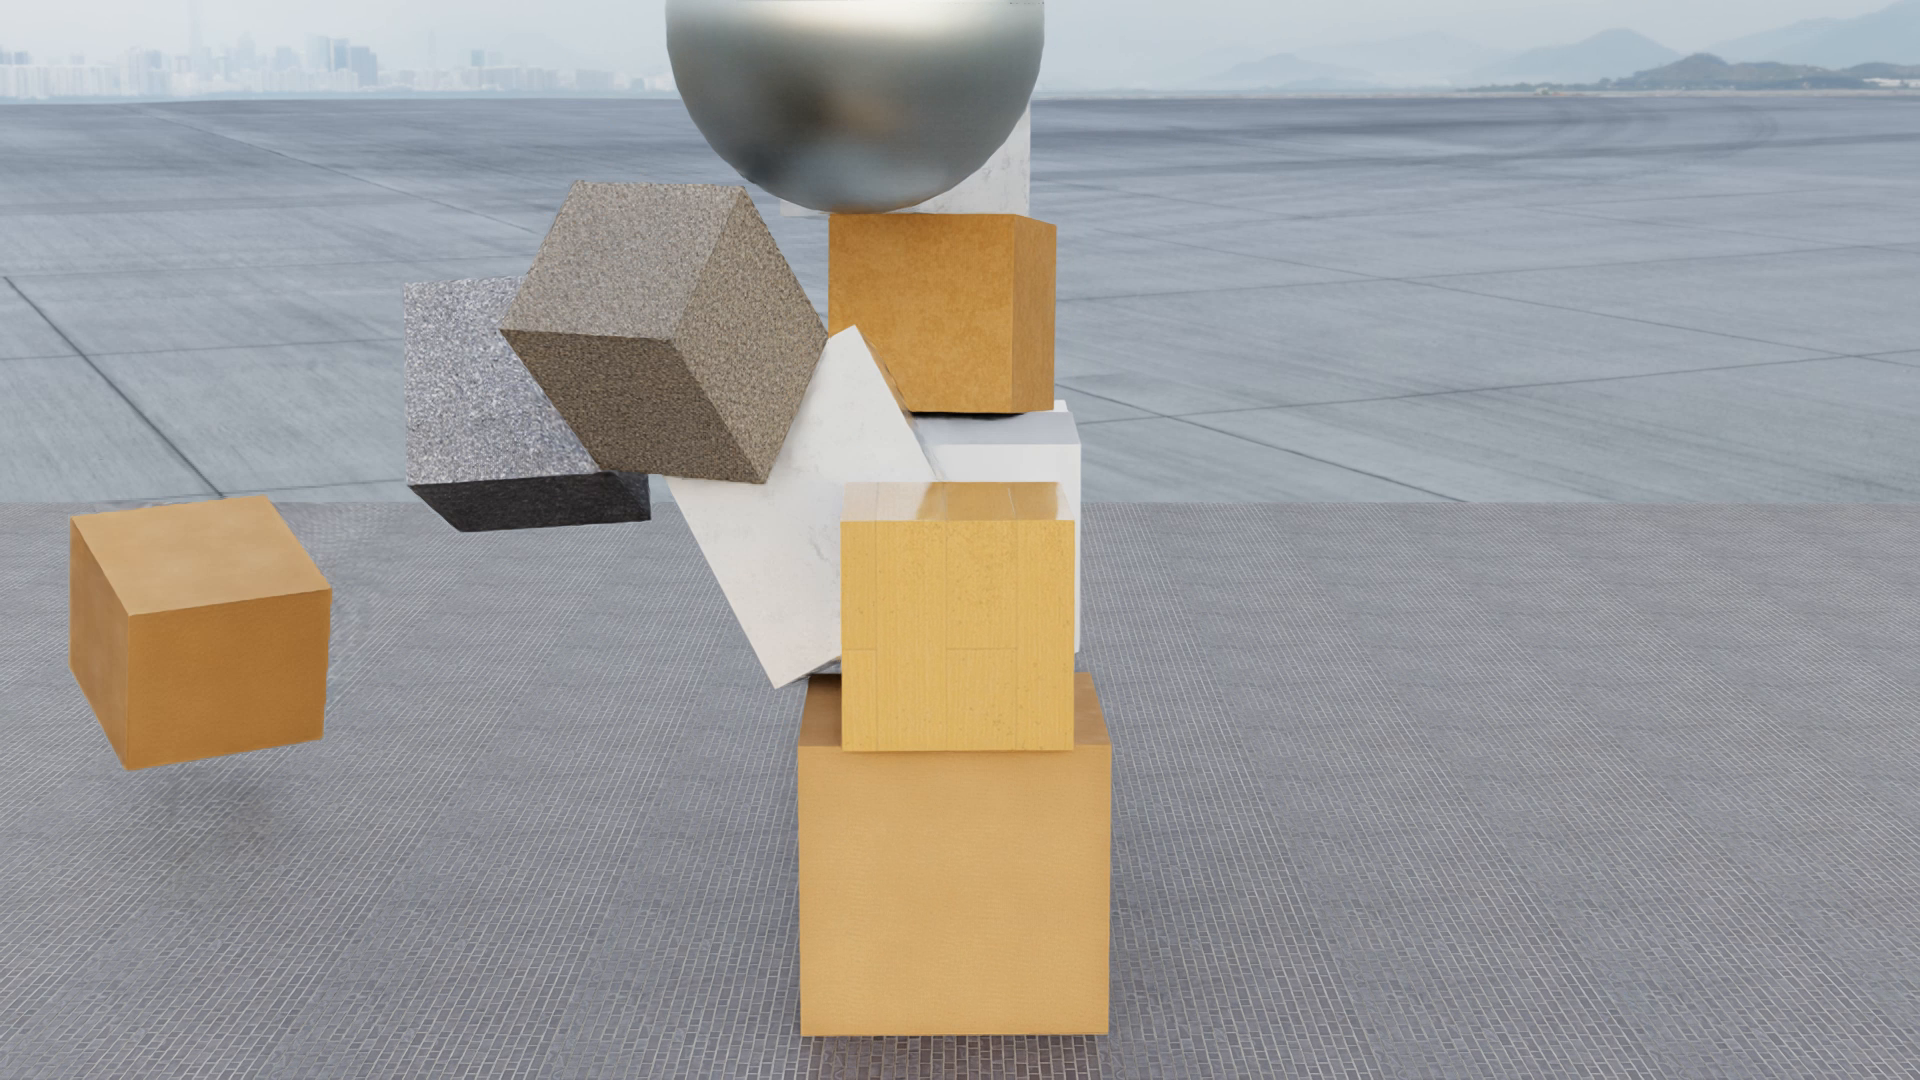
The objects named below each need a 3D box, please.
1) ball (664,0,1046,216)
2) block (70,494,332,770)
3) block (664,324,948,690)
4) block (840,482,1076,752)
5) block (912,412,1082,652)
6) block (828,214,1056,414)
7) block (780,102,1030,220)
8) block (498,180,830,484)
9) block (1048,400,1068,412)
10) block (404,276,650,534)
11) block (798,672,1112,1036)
[{"bbox_3d":[-0.439,-2.171,10.786,1.600,1.600,1.600,0,10,0],"label":"ball"},{"bbox_3d":[-3.775,0.437,12.709,0.972,0.864,0.998,-8,32,-32],"label":"block"},{"bbox_3d":[-0.541,-0.118,10.588,0.949,1.120,1.033,-28,-3,2],"label":"block"},{"bbox_3d":[-0.017,0.266,9.579,0.831,0.839,0.875,0,10,-1],"label":"block"},{"bbox_3d":[-0.010,-0.056,11.724,1.075,0.924,1.081,0,10,0],"label":"block"},{"bbox_3d":[-0.073,-1.081,12.334,0.885,0.912,0.928,2,4,14],"label":"block"},{"bbox_3d":[-0.257,-1.981,12.314,0.852,0.882,0.850,4,5,37],"label":"block"},{"bbox_3d":[-1.103,-0.788,9.745,0.750,0.720,0.881,6,-32,26],"label":"block"},{"bbox_3d":[-0.001,-0.109,12.798,1.076,1.055,1.052,0,10,0],"label":"block"},{"bbox_3d":[-1.899,-0.593,11.358,0.878,0.886,1.008,-4,-11,1],"label":"block"},{"bbox_3d":[-0.029,1.186,9.951,1.137,1.106,1.141,0,10,-1],"label":"block"}]
